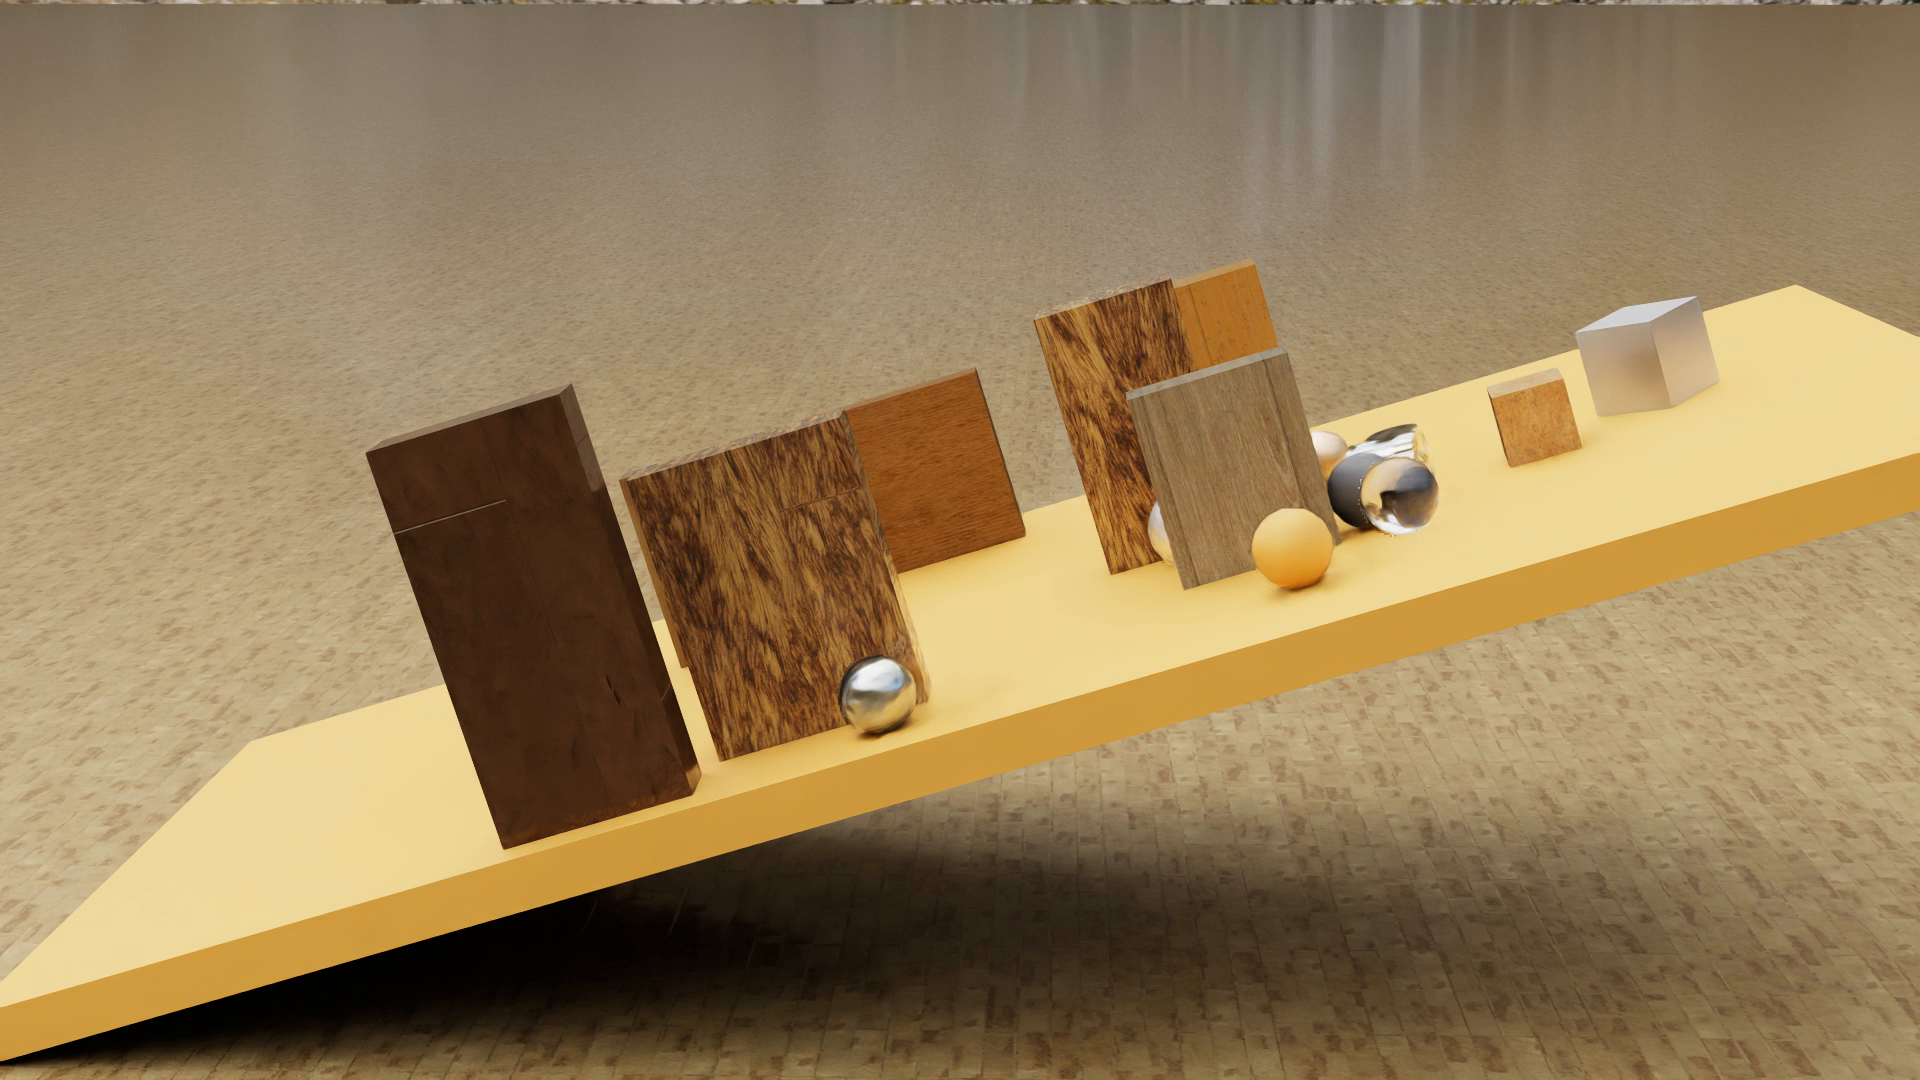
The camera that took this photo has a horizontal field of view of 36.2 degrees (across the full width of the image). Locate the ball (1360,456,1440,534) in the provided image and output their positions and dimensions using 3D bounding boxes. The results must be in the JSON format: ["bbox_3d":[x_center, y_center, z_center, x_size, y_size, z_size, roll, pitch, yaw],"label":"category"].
[{"bbox_3d":[0.862,-0.087,5.766,0.154,0.154,0.154,0,11,0],"label":"ball"}]

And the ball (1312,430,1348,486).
[{"bbox_3d":[0.796,-0.178,6.450,0.124,0.124,0.124,0,11,0],"label":"ball"}]

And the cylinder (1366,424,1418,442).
[{"bbox_3d":[0.933,-0.177,6.255,0.111,0.111,0.111,-17,10,3],"label":"cylinder"}]

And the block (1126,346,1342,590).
[{"bbox_3d":[0.548,-0.145,5.895,0.329,0.401,0.114,-16,10,5],"label":"block"}]

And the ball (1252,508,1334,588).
[{"bbox_3d":[0.633,0.015,5.598,0.154,0.154,0.154,0,11,0],"label":"ball"}]

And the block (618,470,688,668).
[{"bbox_3d":[-0.510,0.015,6.664,0.394,0.453,0.089,-16,10,5],"label":"block"}]

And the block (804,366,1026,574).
[{"bbox_3d":[-0.107,-0.150,6.999,0.426,0.410,0.094,-16,10,5],"label":"block"}]

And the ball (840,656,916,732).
[{"bbox_3d":[-0.153,0.287,5.484,0.144,0.144,0.144,0,11,0],"label":"ball"}]

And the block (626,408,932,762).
[{"bbox_3d":[-0.342,0.086,5.653,0.423,0.573,0.129,-16,10,5],"label":"block"}]

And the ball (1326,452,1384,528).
[{"bbox_3d":[0.815,-0.101,5.923,0.152,0.152,0.152,0,11,0],"label":"ball"}]

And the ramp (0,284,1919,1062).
[{"bbox_3d":[0.095,0.185,6.316,4.000,0.100,2.000,-16,10,5],"label":"ramp"}]

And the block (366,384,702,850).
[{"bbox_3d":[-0.788,0.144,5.482,0.374,0.786,0.144,-16,10,5],"label":"block"}]

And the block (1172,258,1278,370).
[{"bbox_3d":[0.609,-0.363,6.712,0.264,0.491,0.146,-16,10,5],"label":"block"}]

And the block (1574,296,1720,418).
[{"bbox_3d":[1.468,-0.391,6.278,0.191,0.191,0.191,-26,13,-40],"label":"block"}]

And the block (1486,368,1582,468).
[{"bbox_3d":[1.195,-0.256,6.123,0.151,0.151,0.151,-16,10,9],"label":"block"}]

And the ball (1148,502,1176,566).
[{"bbox_3d":[0.469,-0.027,6.064,0.167,0.167,0.167,0,11,0],"label":"ball"}]

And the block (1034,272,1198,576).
[{"bbox_3d":[0.382,-0.248,6.251,0.300,0.568,0.147,-16,10,5],"label":"block"}]
